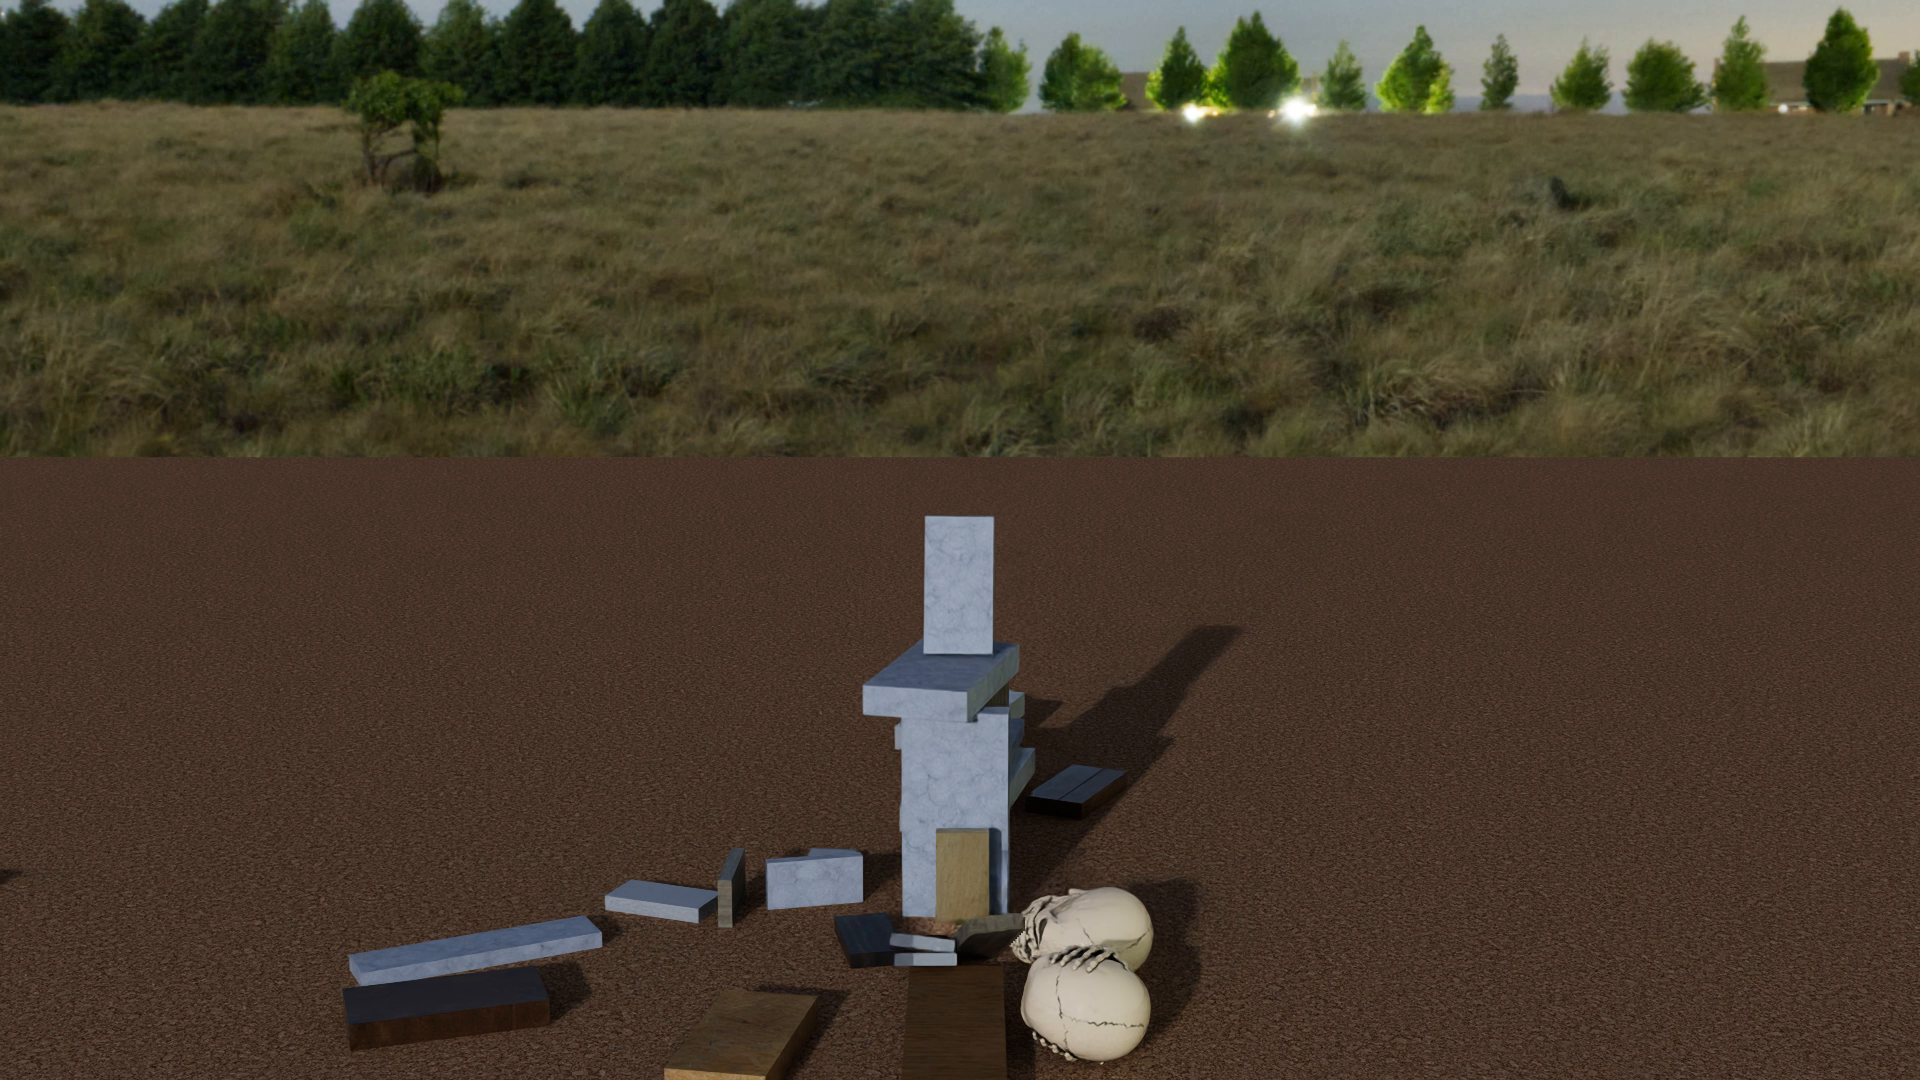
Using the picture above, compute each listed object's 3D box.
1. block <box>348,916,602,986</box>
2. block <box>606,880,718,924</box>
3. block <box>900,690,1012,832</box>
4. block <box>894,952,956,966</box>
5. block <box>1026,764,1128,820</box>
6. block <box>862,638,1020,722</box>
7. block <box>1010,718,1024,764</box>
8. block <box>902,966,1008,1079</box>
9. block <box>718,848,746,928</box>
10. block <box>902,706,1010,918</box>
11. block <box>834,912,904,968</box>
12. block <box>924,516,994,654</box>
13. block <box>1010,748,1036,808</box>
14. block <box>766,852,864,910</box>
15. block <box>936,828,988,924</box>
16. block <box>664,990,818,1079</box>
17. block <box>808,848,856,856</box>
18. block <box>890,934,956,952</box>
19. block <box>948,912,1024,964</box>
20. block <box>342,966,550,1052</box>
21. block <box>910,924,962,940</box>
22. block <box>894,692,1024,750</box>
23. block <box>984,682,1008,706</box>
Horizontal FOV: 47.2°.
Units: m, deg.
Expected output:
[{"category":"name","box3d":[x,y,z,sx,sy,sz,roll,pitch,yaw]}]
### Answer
[{"category":"block","box3d":[-0.742,0.631,3.380,0.370,0.024,0.085,-5,12,-27]},{"category":"block","box3d":[-0.484,0.591,3.599,0.171,0.024,0.085,4,11,21]},{"category":"block","box3d":[0.003,0.429,4.406,0.167,0.047,0.859,1,11,4]},{"category":"block","box3d":[-0.052,0.626,3.283,0.065,0.018,0.130,3,-12,-14]},{"category":"block","box3d":[0.223,0.478,4.182,0.114,0.032,0.229,5,12,25]},{"category":"block","box3d":[-0.026,0.227,3.621,0.171,0.048,0.341,3,11,15]},{"category":"block","box3d":[0.033,0.406,4.049,0.114,0.032,0.492,2,11,8]},{"category":"block","box3d":[-0.008,0.726,2.828,0.138,0.039,0.860,0,11,0]},{"category":"block","box3d":[-0.372,0.566,3.583,0.022,0.079,0.158,0,11,2]},{"category":"block","box3d":[-0.006,0.439,3.548,0.171,0.341,0.048,1,10,5]},{"category":"block","box3d":[-0.142,0.623,3.426,0.083,0.024,0.166,-2,11,-12]},{"category":"block","box3d":[-0.001,0.075,3.672,0.114,0.229,0.032,1,0,3]},{"category":"block","box3d":[0.024,0.446,4.052,0.167,0.047,0.335,2,11,13]},{"category":"block","box3d":[-0.239,0.560,3.614,0.158,0.079,0.022,-3,11,-14]},{"category":"block","box3d":[0.004,0.540,3.482,0.083,0.166,0.024,0,11,0]},{"category":"block","box3d":[-0.296,0.691,3.016,0.138,0.039,0.275,2,11,11]},{"category":"block","box3d":[-0.227,0.563,3.751,0.079,0.022,0.158,2,10,6]},{"category":"block","box3d":[-0.057,0.606,3.305,0.065,0.018,0.130,10,-11,-15]},{"category":"block","box3d":[0.031,0.599,3.300,0.083,0.024,0.167,-4,-25,-19]},{"category":"block","box3d":[-0.735,0.668,3.144,0.275,0.039,0.138,-4,11,-19]},{"category":"block","box3d":[-0.028,0.604,3.387,0.065,0.018,0.131,5,-14,-16]},{"category":"block","box3d":[0.003,0.367,4.480,0.167,0.047,0.335,4,11,18]},{"category":"block","box3d":[-0.003,0.399,3.759,0.171,0.341,0.048,0,10,0]}]
